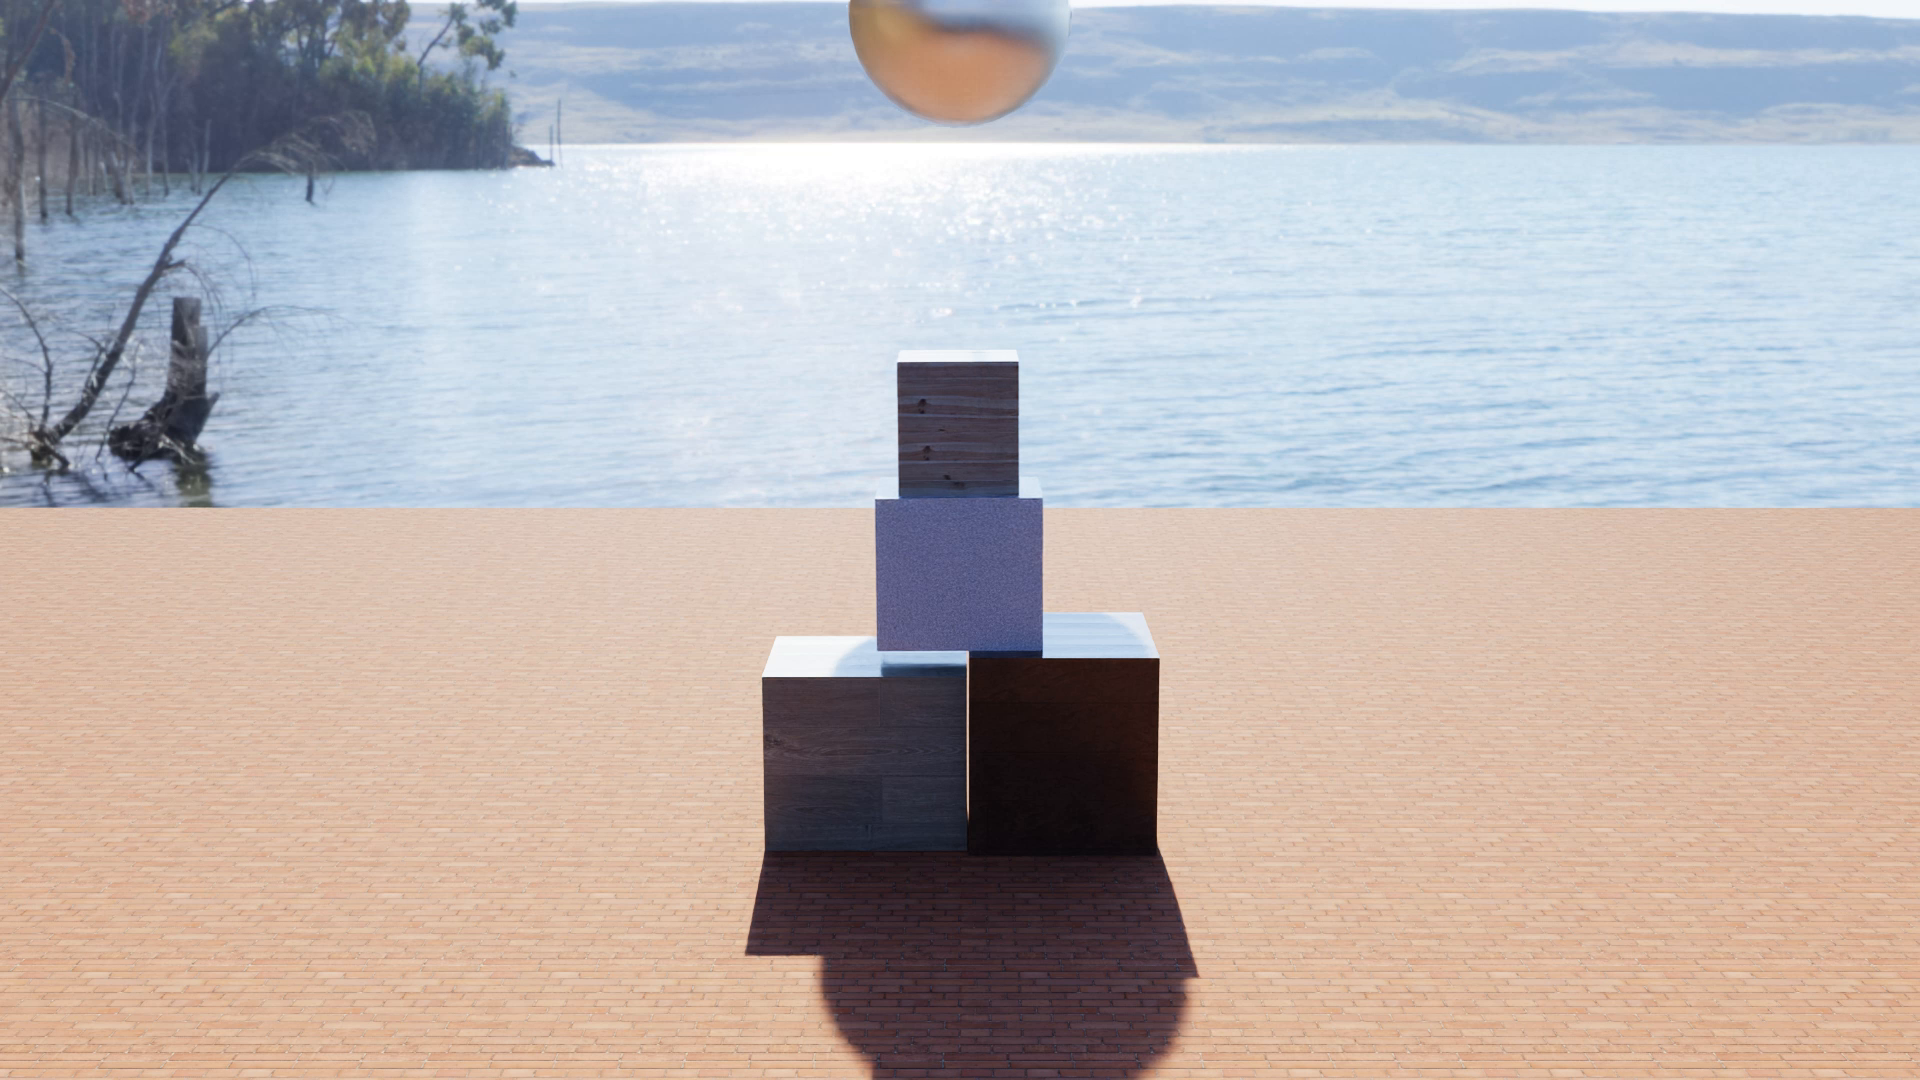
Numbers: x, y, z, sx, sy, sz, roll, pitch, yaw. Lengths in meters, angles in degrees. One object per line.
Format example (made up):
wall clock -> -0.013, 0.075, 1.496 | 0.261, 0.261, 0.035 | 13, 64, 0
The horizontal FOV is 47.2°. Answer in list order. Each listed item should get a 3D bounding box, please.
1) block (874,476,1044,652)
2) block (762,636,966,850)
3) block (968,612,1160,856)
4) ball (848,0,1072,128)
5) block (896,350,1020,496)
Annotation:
block -> -0.003, 0.110, 11.181 | 0.824, 0.767, 0.706 | 0, 10, 0
block -> -0.472, 1.035, 11.369 | 1.012, 0.896, 0.897 | 0, 10, 0
block -> 0.511, 0.979, 11.362 | 0.933, 1.009, 1.052 | 0, 10, 0
ball -> 0.000, -3.768, 15.735 | 1.600, 1.600, 1.600 | 0, 10, 0
block -> -0.008, -0.599, 11.087 | 0.596, 0.662, 0.580 | 0, 10, 0
